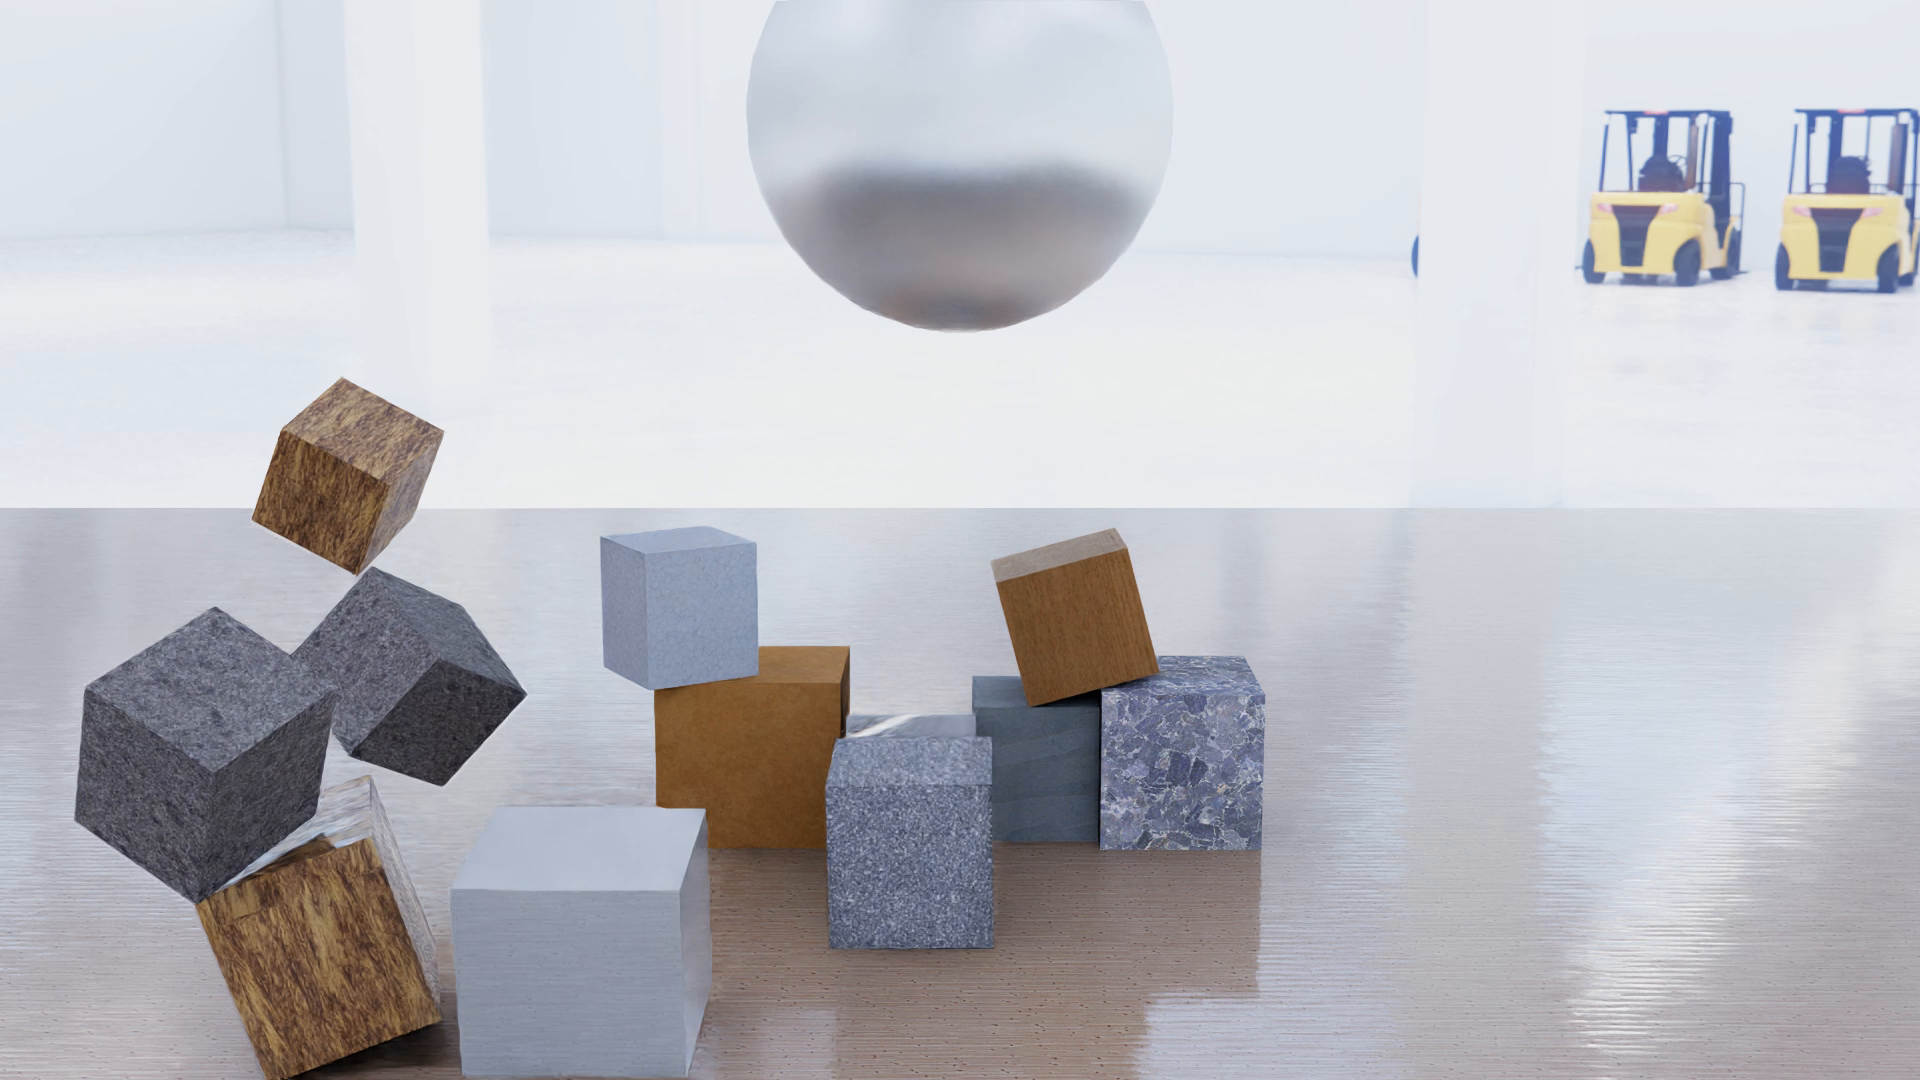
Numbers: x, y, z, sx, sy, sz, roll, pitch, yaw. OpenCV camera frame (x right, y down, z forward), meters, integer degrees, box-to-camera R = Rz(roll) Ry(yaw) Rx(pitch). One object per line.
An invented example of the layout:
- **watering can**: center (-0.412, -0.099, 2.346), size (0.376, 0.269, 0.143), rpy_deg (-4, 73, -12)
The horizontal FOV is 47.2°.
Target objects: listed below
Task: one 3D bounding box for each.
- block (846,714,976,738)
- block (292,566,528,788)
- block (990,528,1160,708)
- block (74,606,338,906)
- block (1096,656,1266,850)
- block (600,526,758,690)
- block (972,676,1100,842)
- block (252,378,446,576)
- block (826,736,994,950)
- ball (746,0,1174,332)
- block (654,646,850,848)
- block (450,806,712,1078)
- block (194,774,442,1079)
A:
- **block**: center (-0.245, 1.187, 10.874), size (0.625, 0.647, 0.576), rpy_deg (0, -5, -2)
- **block**: center (-2.705, 0.676, 10.770), size (0.696, 0.638, 0.690), rpy_deg (46, 6, 32)
- **block**: center (0.578, 0.386, 11.256), size (0.677, 0.659, 0.605), rpy_deg (-15, 10, 1)
- **block**: center (-2.786, 0.789, 8.124), size (0.592, 0.691, 0.631), rpy_deg (30, 37, 13)
- **block**: center (1.107, 1.085, 11.369), size (0.808, 0.797, 0.850), rpy_deg (0, 10, 0)
- **block**: center (-1.415, 0.330, 11.077), size (0.597, 0.679, 0.577), rpy_deg (-6, 12, -31)
- **block**: center (0.383, 1.126, 11.419), size (0.633, 0.700, 0.664), rpy_deg (0, 10, 0)
- **block**: center (-3.165, -0.335, 11.401), size (0.613, 0.603, 0.653), rpy_deg (28, 30, -1)
- **block**: center (-0.214, 1.359, 9.955), size (0.722, 0.748, 0.739), rpy_deg (-1, 11, 1)
- **ball**: center (0.000, -1.579, 8.228), size (1.600, 1.600, 1.600), rpy_deg (0, 10, 0)
- **block**: center (-1.053, 1.055, 11.372), size (0.926, 0.854, 0.809), rpy_deg (0, 10, 0)
- **block**: center (-1.459, 1.561, 8.629), size (0.855, 0.771, 0.790), rpy_deg (0, 16, 1)
- **block**: center (-2.502, 1.501, 8.618), size (0.672, 0.787, 0.806), rpy_deg (-19, 15, -11)
